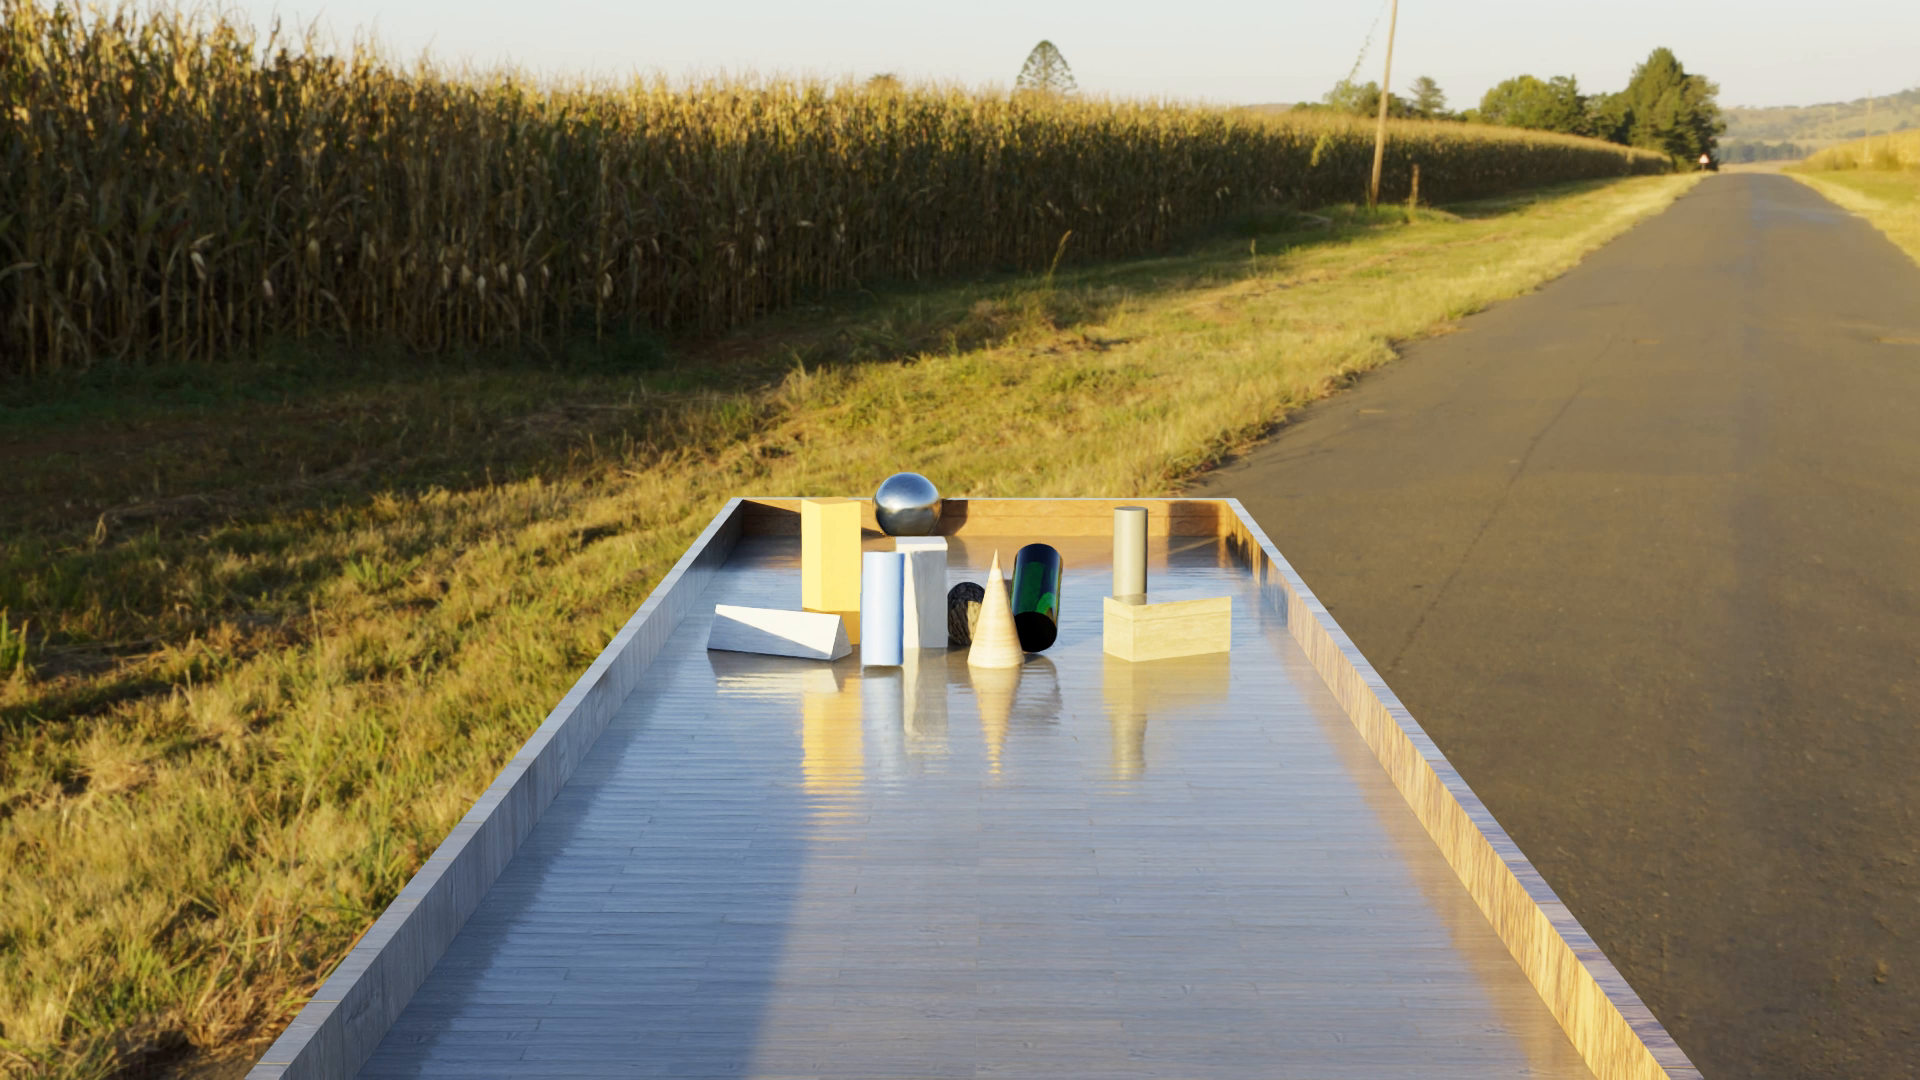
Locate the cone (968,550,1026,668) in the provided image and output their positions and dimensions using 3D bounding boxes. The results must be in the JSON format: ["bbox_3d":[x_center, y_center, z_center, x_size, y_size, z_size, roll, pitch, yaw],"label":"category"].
[{"bbox_3d":[0.110,0.197,6.645,0.177,0.351,0.177,0,9,0],"label":"cone"}]

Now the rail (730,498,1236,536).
[{"bbox_3d":[0.099,-0.098,9.147,2.100,0.150,0.050,0,9,1],"label":"rail"}]

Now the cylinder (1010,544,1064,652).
[{"bbox_3d":[0.237,0.179,6.919,0.158,0.158,0.371,1,34,5],"label":"cylinder"}]

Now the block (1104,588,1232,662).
[{"bbox_3d":[0.642,0.260,6.818,0.354,0.172,0.172,-5,10,-27],"label":"block"}]

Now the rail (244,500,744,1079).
[{"bbox_3d":[-1.004,0.839,3.234,0.050,0.150,12.000,0,9,1],"label":"rail"}]

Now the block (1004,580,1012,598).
[{"bbox_3d":[0.158,0.222,7.244,0.114,0.114,0.431,0,9,-2],"label":"block"}]

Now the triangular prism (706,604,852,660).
[{"bbox_3d":[-0.562,0.279,6.817,0.431,0.128,0.148,4,10,23],"label":"triangular prism"}]

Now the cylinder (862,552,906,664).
[{"bbox_3d":[-0.229,0.205,6.602,0.126,0.334,0.126,1,0,0],"label":"cylinder"}]

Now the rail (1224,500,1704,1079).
[{"bbox_3d":[1.046,0.843,3.208,0.050,0.150,12.000,0,9,1],"label":"rail"}]

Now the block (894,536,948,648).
[{"bbox_3d":[-0.123,0.163,6.937,0.156,0.327,0.156,-1,9,-4],"label":"block"}]

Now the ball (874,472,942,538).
[{"bbox_3d":[-0.214,-0.137,8.977,0.280,0.280,0.280,0,9,0],"label":"ball"}]

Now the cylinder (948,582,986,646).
[{"bbox_3d":[0.028,0.235,7.067,0.143,0.143,0.349,0,9,-1],"label":"cylinder"}]

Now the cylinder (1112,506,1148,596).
[{"bbox_3d":[0.538,0.111,6.952,0.108,0.425,0.108,0,9,0],"label":"cylinder"}]

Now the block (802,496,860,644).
[{"bbox_3d":[-0.406,0.099,6.936,0.137,0.452,0.137,-5,11,-29],"label":"block"}]
